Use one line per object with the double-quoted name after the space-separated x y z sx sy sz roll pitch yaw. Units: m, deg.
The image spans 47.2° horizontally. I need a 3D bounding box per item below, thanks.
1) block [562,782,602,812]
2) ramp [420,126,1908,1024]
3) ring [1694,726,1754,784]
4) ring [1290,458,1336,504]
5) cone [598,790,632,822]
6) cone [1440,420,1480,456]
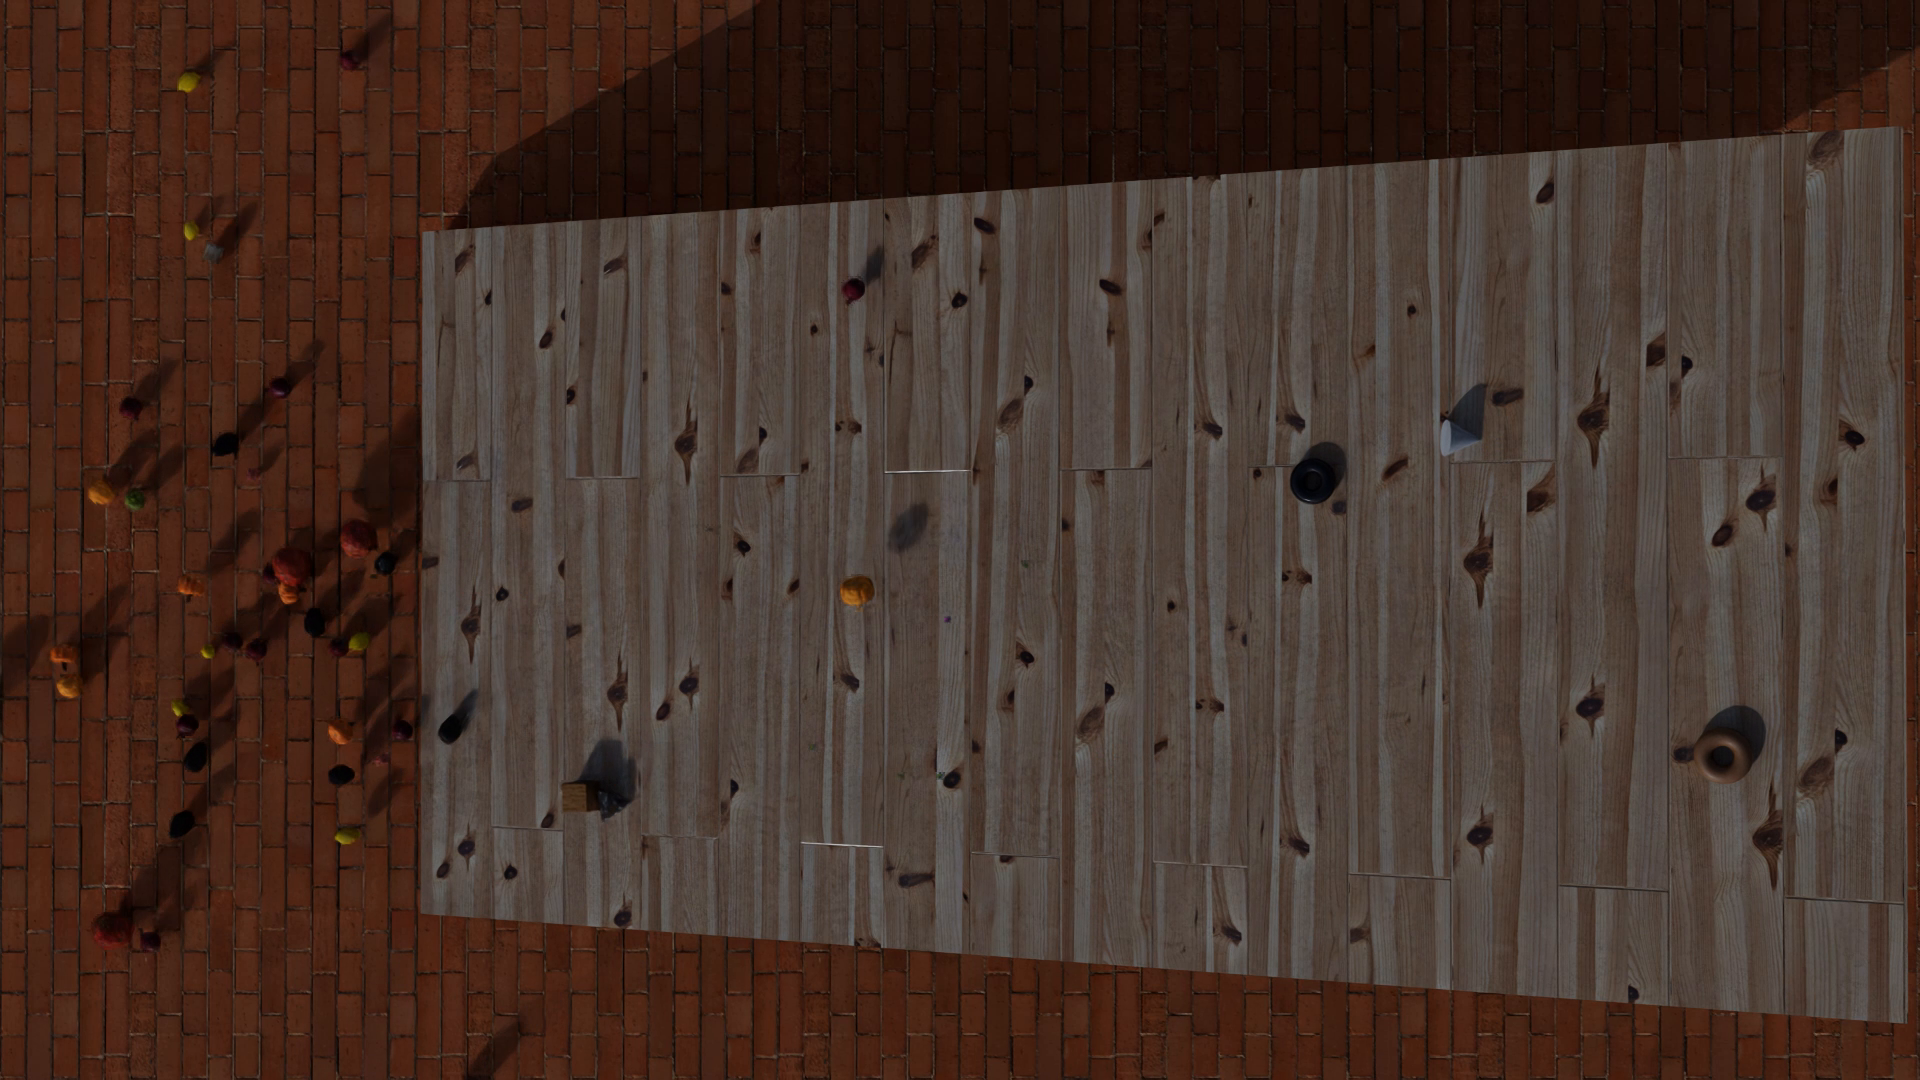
-1.064 0.721 6.183 0.080 0.080 0.080 -3 88 23 "block"
0.283 0.085 5.721 4.000 0.100 2.000 0 89 23 "ramp"
1.743 0.492 5.023 0.131 0.044 0.131 0 90 24 "ring"
0.866 -0.144 5.403 0.115 0.038 0.115 -1 88 24 "ring"
-0.960 0.740 6.160 0.092 0.092 0.092 -8 89 -4 "cone"
1.205 -0.242 5.260 0.089 0.089 0.089 3 89 -4 "cone"
